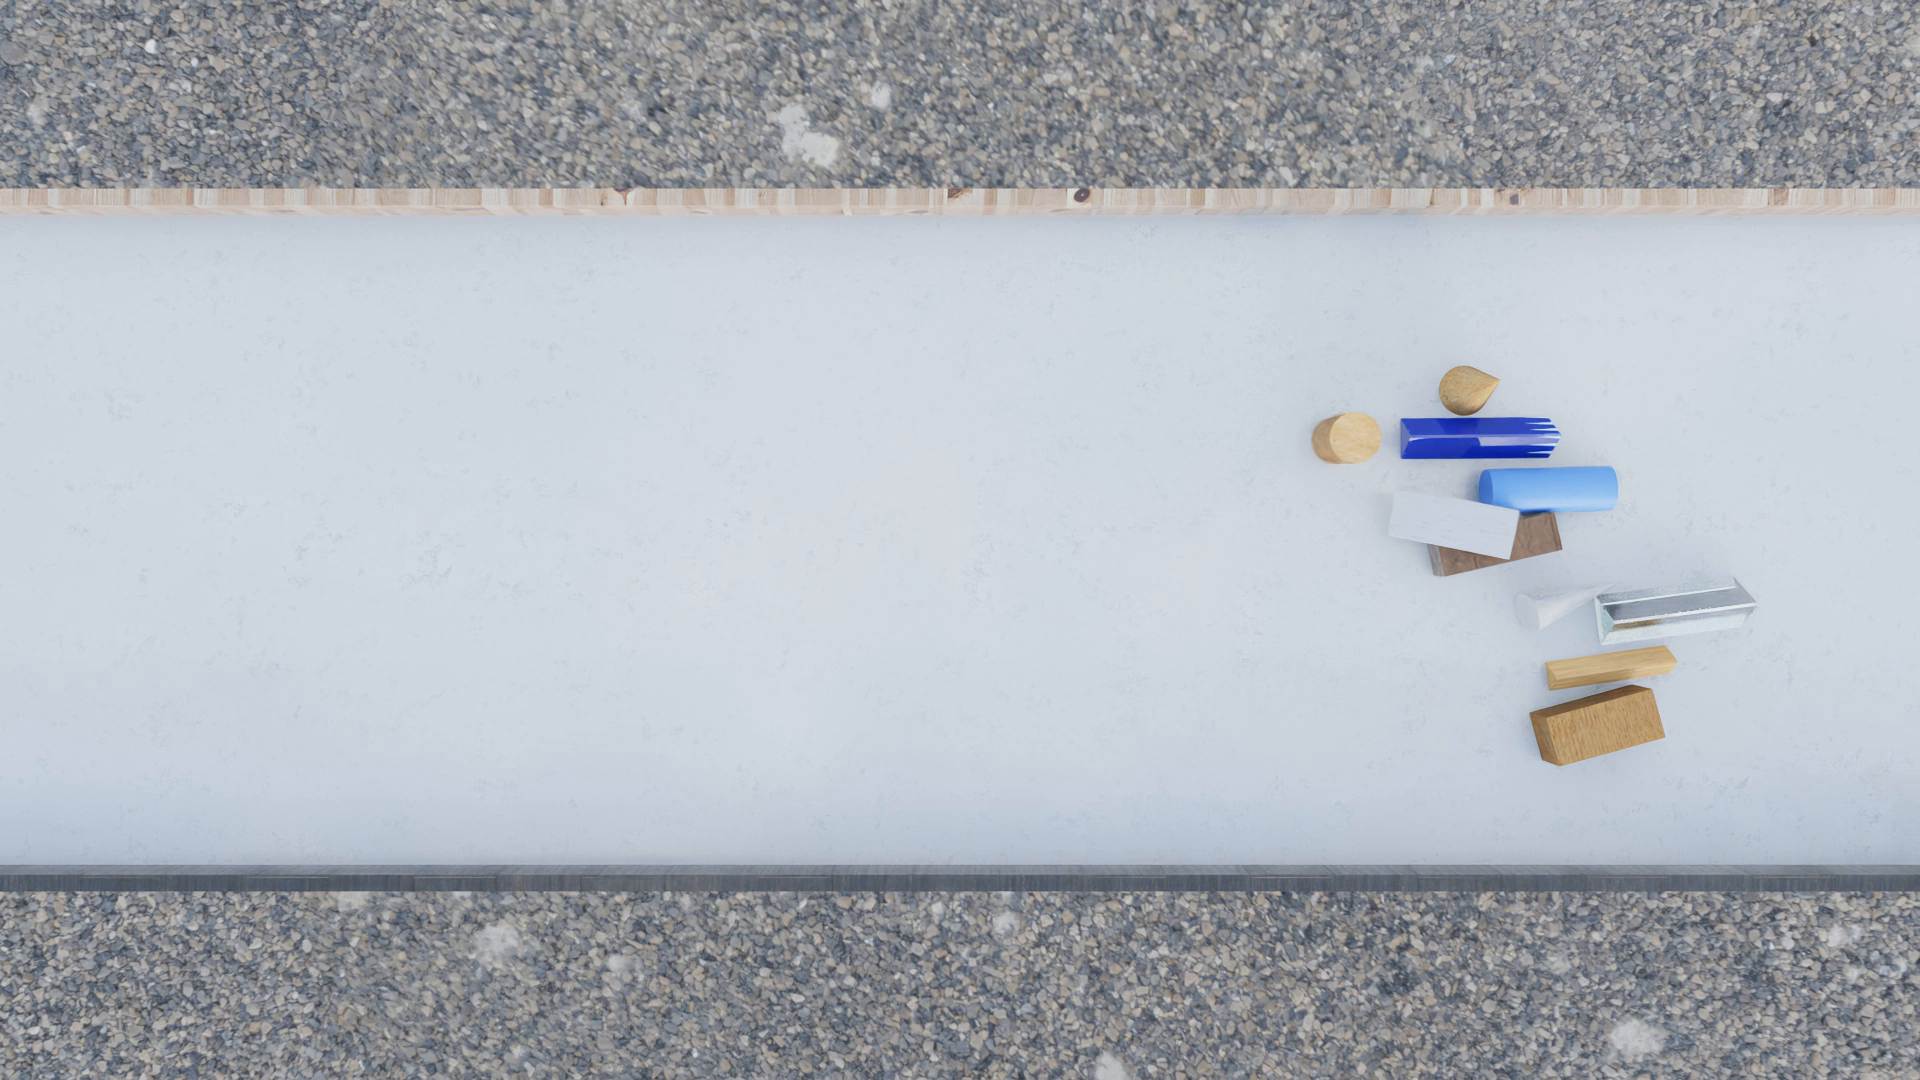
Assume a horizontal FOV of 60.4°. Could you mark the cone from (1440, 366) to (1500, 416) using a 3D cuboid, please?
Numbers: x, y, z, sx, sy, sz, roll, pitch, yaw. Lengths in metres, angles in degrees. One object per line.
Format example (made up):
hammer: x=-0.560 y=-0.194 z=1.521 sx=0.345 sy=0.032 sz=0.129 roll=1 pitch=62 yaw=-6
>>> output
cone: x=1.551 y=-0.460 z=4.904 sx=0.155 sy=0.345 sz=0.155 roll=0 pitch=90 yaw=0

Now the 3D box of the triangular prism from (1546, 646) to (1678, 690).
triangular prism: x=1.991 y=0.393 z=5.036 sx=0.371 sy=0.076 sz=0.088 roll=-8 pitch=90 yaw=0

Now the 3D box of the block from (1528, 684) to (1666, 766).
block: x=1.929 y=0.561 z=5.001 sx=0.329 sy=0.151 sz=0.151 roll=-15 pitch=90 yaw=0

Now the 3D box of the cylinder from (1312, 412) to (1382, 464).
cylinder: x=1.148 y=-0.300 z=4.910 sx=0.148 sy=0.325 sz=0.148 roll=0 pitch=92 yaw=3

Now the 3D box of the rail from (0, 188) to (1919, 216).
rail: x=-2.247 y=-1.025 z=5.002 sx=12.000 sy=0.150 sz=0.050 roll=0 pitch=90 yaw=0

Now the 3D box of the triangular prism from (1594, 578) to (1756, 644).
triangular prism: x=2.175 y=0.219 z=5.007 sx=0.432 sy=0.131 sz=0.152 roll=-7 pitch=90 yaw=0

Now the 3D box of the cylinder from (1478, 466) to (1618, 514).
cylinder: x=1.784 y=-0.152 z=5.008 sx=0.375 sy=0.137 sz=0.137 roll=-2 pitch=90 yaw=0

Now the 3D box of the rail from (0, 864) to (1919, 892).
rail: x=-2.247 y=1.025 z=5.001 sx=12.000 sy=0.150 sz=0.050 roll=0 pitch=90 yaw=0

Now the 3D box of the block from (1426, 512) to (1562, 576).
block: x=1.623 y=0.014 z=5.019 sx=0.364 sy=0.116 sz=0.116 roll=-13 pitch=90 yaw=0

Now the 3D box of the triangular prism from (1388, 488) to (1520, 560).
triangular prism: x=1.478 y=-0.078 z=4.922 sx=0.357 sy=0.133 sz=0.154 roll=13 pitch=55 yaw=20

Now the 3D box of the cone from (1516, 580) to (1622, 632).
cone: x=1.884 y=0.174 z=5.046 sx=0.337 sy=0.125 sz=0.125 roll=-17 pitch=90 yaw=-11
